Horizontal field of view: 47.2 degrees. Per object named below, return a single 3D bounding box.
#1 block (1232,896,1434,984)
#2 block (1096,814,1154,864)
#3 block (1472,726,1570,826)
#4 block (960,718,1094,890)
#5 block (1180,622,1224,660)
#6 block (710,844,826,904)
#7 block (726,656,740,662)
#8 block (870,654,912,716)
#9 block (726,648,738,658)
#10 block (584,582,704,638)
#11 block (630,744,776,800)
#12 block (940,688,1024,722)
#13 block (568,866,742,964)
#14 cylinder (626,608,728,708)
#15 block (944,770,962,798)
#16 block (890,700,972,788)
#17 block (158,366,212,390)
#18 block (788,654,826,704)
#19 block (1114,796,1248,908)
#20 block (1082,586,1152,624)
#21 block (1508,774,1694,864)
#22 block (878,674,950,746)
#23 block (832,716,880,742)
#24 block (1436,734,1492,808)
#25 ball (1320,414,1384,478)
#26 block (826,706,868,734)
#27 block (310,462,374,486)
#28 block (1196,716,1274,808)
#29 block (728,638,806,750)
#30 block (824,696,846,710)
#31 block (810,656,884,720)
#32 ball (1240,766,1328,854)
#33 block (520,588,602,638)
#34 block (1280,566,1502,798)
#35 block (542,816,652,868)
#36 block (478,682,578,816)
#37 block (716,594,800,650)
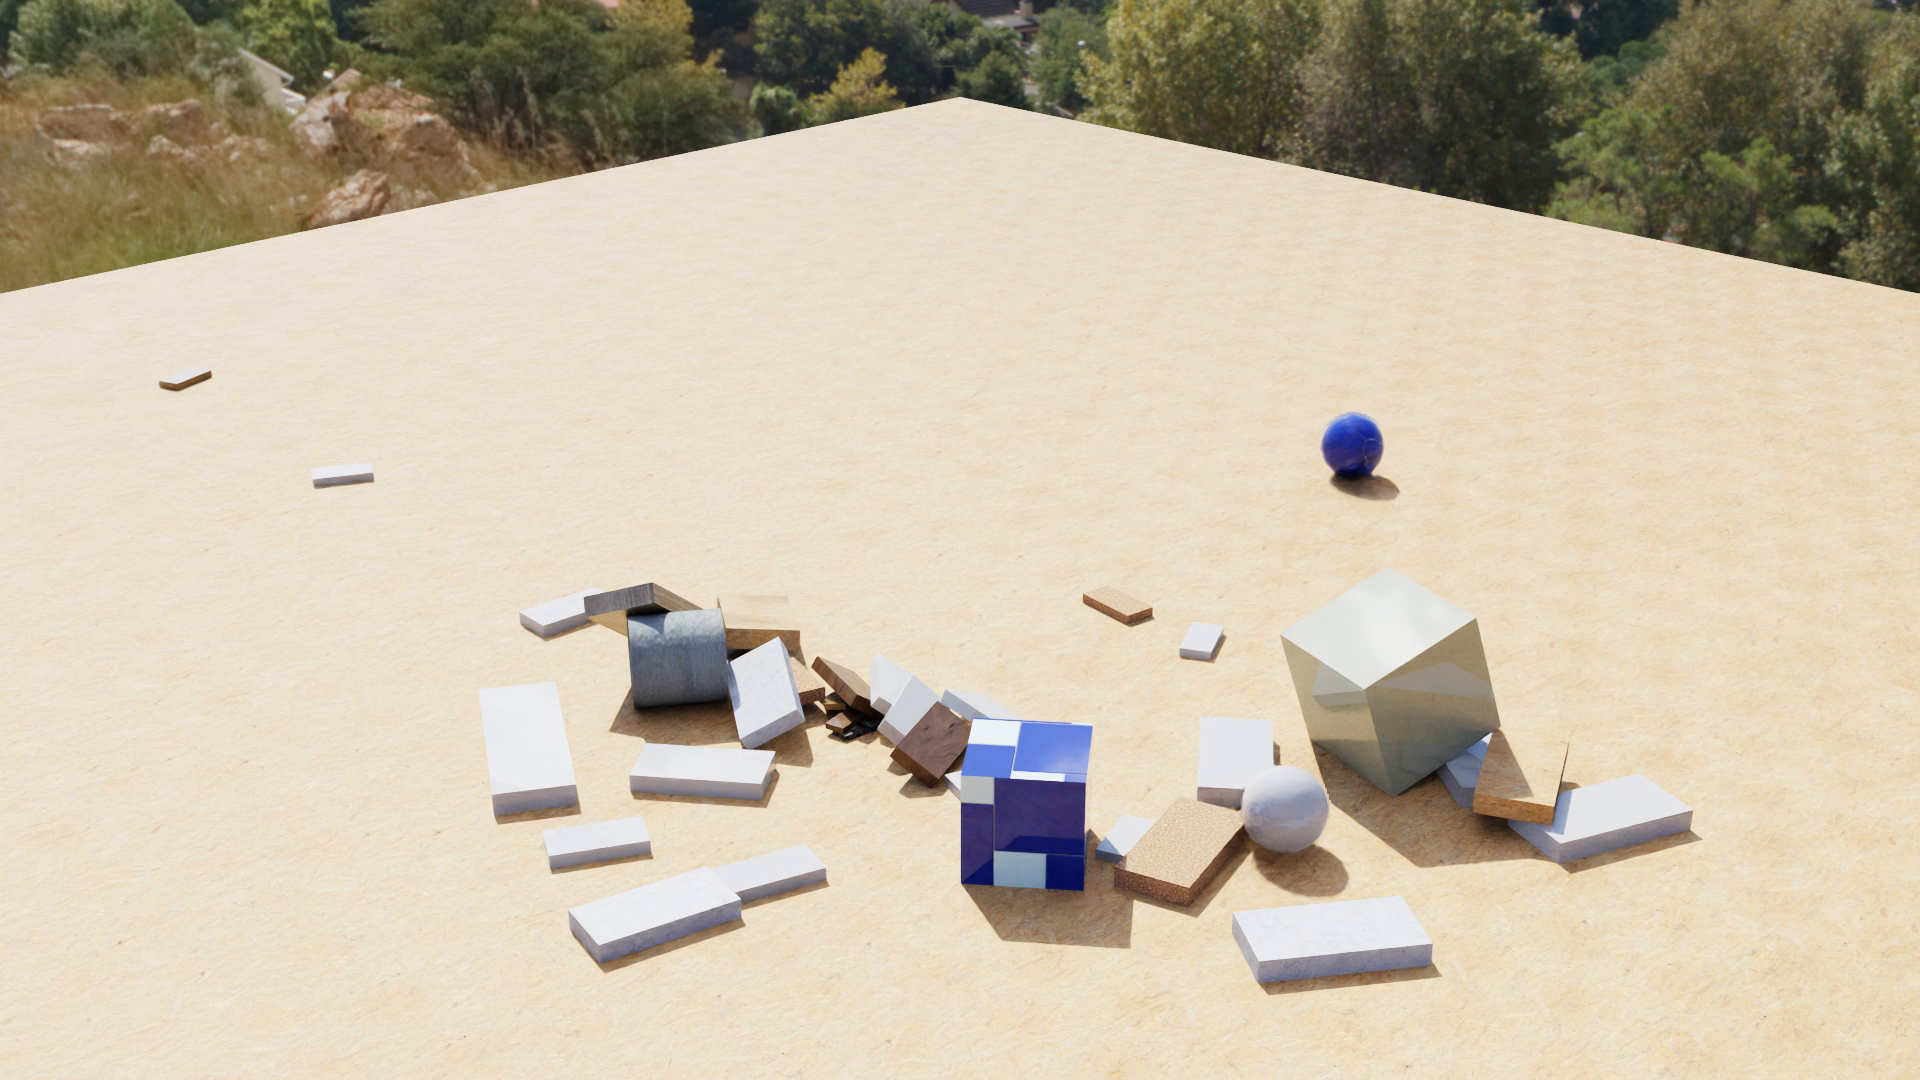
[{"bbox_3d":[0.674,0.724,3.996,0.324,0.046,0.162,-4,23,-9],"label":"block"},{"bbox_3d":[0.330,0.592,4.338,0.075,0.021,0.150,10,25,23],"label":"block"},{"bbox_3d":[1.142,0.475,4.469,0.154,0.044,0.309,8,24,18],"label":"block"},{"bbox_3d":[0.131,0.509,4.260,0.235,0.235,0.235,3,23,6],"label":"block"},{"bbox_3d":[0.569,0.237,5.175,0.075,0.021,0.150,7,24,16],"label":"block"},{"bbox_3d":[-0.366,0.641,4.214,0.198,0.028,0.099,-12,26,-26],"label":"block"},{"bbox_3d":[-0.448,0.319,4.969,0.110,0.031,0.220,-14,27,-31],"label":"block"},{"bbox_3d":[-0.145,0.335,4.859,0.108,0.030,0.215,34,17,-16],"label":"block"},{"bbox_3d":[-0.621,0.222,5.199,0.221,0.031,0.110,10,25,22],"label":"block"},{"bbox_3d":[-0.701,0.173,4.994,0.168,0.048,0.337,-12,-17,15],"label":"block"},{"bbox_3d":[-0.534,0.482,4.576,0.277,0.039,0.139,3,23,7],"label":"block"},{"bbox_3d":[0.068,0.383,4.766,0.111,0.031,0.222,10,12,-39],"label":"block"},{"bbox_3d":[-0.565,0.692,4.078,0.285,0.039,0.139,-14,27,-30],"label":"block"},{"bbox_3d":[-0.628,0.262,4.881,0.206,0.206,0.206,-4,23,-10],"label":"cylinder"},{"bbox_3d":[0.042,0.519,4.508,0.082,0.023,0.165,-11,25,-24],"label":"block"},{"bbox_3d":[-0.054,0.430,4.638,0.111,0.031,0.222,37,31,5],"label":"block"},{"bbox_3d":[-2.442,-0.509,6.934,0.075,0.021,0.150,11,25,23],"label":"block"},{"bbox_3d":[-0.398,0.309,4.912,0.110,0.031,0.221,-12,26,-26],"label":"block"},{"bbox_3d":[0.436,0.604,4.282,0.154,0.044,0.309,12,26,26],"label":"block"},{"bbox_3d":[0.384,0.157,5.360,0.082,0.023,0.165,-17,28,-34],"label":"block"},{"bbox_3d":[1.279,0.555,4.395,0.324,0.046,0.162,-10,25,-22],"label":"block"},{"bbox_3d":[-0.097,0.383,4.740,0.111,0.031,0.222,40,27,-3],"label":"block"},{"bbox_3d":[-0.225,0.410,4.777,0.094,0.013,0.047,-17,28,-35],"label":"block"},{"bbox_3d":[1.078,0.457,4.624,0.162,0.046,0.324,-3,23,-7],"label":"block"},{"bbox_3d":[1.098,-0.261,6.151,0.177,0.177,0.177,0,23,0],"label":"ball"},{"bbox_3d":[-0.247,0.392,4.786,0.047,0.013,0.094,14,27,30],"label":"block"},{"bbox_3d":[-1.731,-0.183,6.163,0.165,0.023,0.082,-8,24,-18],"label":"block"},{"bbox_3d":[0.578,0.464,4.610,0.154,0.044,0.309,3,23,6],"label":"block"},{"bbox_3d":[-0.428,0.333,4.796,0.139,0.039,0.277,-28,34,4],"label":"block"},{"bbox_3d":[-0.277,0.360,4.861,0.047,0.013,0.094,-1,6,-3],"label":"block"},{"bbox_3d":[-0.239,0.329,4.876,0.108,0.030,0.215,26,6,-34],"label":"block"},{"bbox_3d":[0.634,0.527,4.300,0.171,0.171,0.171,0,23,0],"label":"ball"},{"bbox_3d":[-0.942,0.174,5.313,0.215,0.030,0.108,-19,30,-38],"label":"block"},{"bbox_3d":[0.899,0.292,4.597,0.290,0.290,0.290,-30,32,-16],"label":"block"},{"bbox_3d":[-0.715,0.594,4.325,0.198,0.028,0.099,-7,24,-16],"label":"block"},{"bbox_3d":[-0.922,0.435,4.673,0.168,0.048,0.481,-6,24,-13],"label":"block"},{"bbox_3d":[-0.475,0.190,5.151,0.168,0.048,0.337,2,12,-10],"label":"block"}]
